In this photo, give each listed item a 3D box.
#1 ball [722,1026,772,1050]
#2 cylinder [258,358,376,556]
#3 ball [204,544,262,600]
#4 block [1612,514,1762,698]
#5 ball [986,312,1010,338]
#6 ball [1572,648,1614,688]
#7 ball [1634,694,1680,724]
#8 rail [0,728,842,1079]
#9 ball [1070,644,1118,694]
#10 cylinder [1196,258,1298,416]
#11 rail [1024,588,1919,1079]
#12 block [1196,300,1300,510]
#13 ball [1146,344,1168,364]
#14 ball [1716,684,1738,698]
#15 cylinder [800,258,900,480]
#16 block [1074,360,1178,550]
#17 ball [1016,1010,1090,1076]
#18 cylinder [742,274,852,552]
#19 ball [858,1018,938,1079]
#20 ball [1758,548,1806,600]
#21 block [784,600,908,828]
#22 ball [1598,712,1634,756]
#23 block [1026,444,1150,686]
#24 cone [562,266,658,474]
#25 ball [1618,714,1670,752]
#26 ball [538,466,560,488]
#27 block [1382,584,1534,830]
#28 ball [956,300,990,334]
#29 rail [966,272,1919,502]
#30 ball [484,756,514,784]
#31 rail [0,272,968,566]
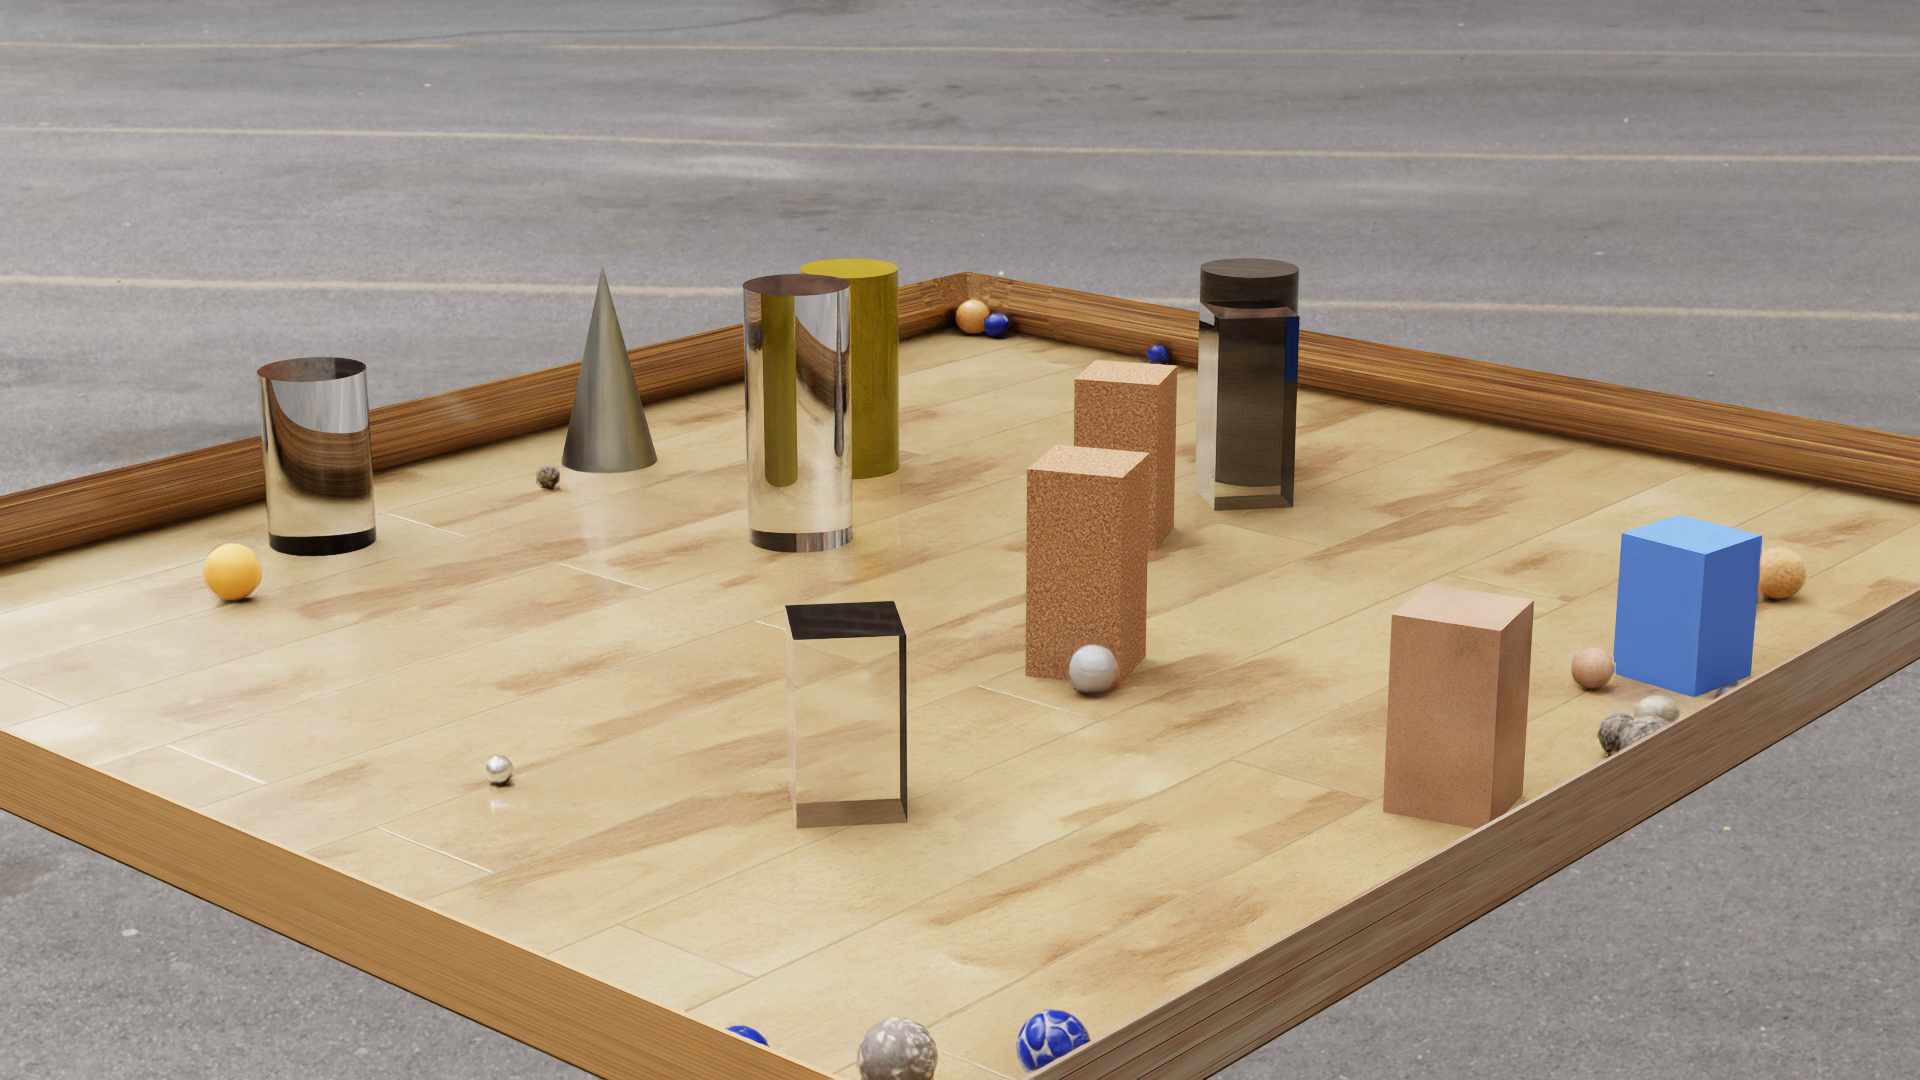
[{"bbox_3d":[-0.253,0.594,3.341,0.080,0.080,0.080,0,17,0],"label":"ball"},{"bbox_3d":[-1.183,-0.155,5.397,0.196,0.327,0.196,0,17,0],"label":"cylinder"},{"bbox_3d":[-1.264,0.055,5.099,0.098,0.098,0.098,0,17,0],"label":"ball"},{"bbox_3d":[1.164,0.104,4.697,0.157,0.236,0.157,-15,22,-40],"label":"block"},{"bbox_3d":[0.092,-0.517,7.058,0.061,0.061,0.061,0,17,0],"label":"ball"},{"bbox_3d":[1.005,0.203,4.661,0.066,0.066,0.066,0,17,0],"label":"ball"},{"bbox_3d":[1.054,0.268,4.438,0.070,0.070,0.070,0,17,0],"label":"ball"},{"bbox_3d":[-1.069,0.387,3.941,2.833,0.127,0.045,14,22,39],"label":"rail"},{"bbox_3d":[0.212,0.204,4.636,0.078,0.078,0.078,0,17,0],"label":"ball"},{"bbox_3d":[0.576,-0.346,5.892,0.196,0.408,0.196,0,17,0],"label":"cylinder"},{"bbox_3d":[1.052,0.295,4.246,0.045,0.127,3.310,14,22,39],"label":"rail"},{"bbox_3d":[0.553,-0.262,5.666,0.157,0.376,0.157,-3,17,-9],"label":"block"},{"bbox_3d":[0.456,-0.428,6.787,0.048,0.048,0.048,0,17,0],"label":"ball"},{"bbox_3d":[1.195,0.248,4.543,0.049,0.049,0.049,0,17,0],"label":"ball"},{"bbox_3d":[-0.220,-0.345,5.885,0.196,0.408,0.196,0,17,0],"label":"cylinder"},{"bbox_3d":[0.306,-0.158,5.431,0.157,0.313,0.157,5,17,16],"label":"block"},{"bbox_3d":[0.108,0.583,3.369,0.086,0.086,0.086,0,17,0],"label":"ball"},{"bbox_3d":[-0.297,-0.234,5.397,0.196,0.479,0.196,0,17,0],"label":"cylinder"},{"bbox_3d":[-0.071,0.589,3.337,0.091,0.091,0.091,0,17,0],"label":"ball"},{"bbox_3d":[1.425,0.058,5.102,0.090,0.090,0.090,0,17,0],"label":"ball"},{"bbox_3d":[-0.162,0.246,4.153,0.157,0.278,0.157,-2,17,-7],"label":"block"},{"bbox_3d":[0.985,0.290,4.373,0.065,0.065,0.065,0,17,0],"label":"ball"},{"bbox_3d":[0.205,0.039,4.720,0.157,0.346,0.157,6,18,18],"label":"block"},{"bbox_3d":[-0.716,-0.357,5.929,0.196,0.407,0.196,0,17,0],"label":"cone"},{"bbox_3d":[1.011,0.301,4.299,0.088,0.088,0.088,0,17,0],"label":"ball"},{"bbox_3d":[-0.812,-0.124,5.787,0.043,0.043,0.043,0,17,0],"label":"ball"},{"bbox_3d":[0.707,0.235,4.157,0.157,0.295,0.157,8,19,26],"label":"block"},{"bbox_3d":[0.031,-0.539,7.092,0.084,0.084,0.084,0,17,0],"label":"ball"},{"bbox_3d":[1.069,-0.324,6.299,2.833,0.127,0.045,14,22,39],"label":"rail"},{"bbox_3d":[-0.671,0.334,4.268,0.042,0.042,0.042,0,17,0],"label":"ball"},{"bbox_3d":[-1.052,-0.232,5.994,0.045,0.127,3.310,14,22,39],"label":"rail"}]
